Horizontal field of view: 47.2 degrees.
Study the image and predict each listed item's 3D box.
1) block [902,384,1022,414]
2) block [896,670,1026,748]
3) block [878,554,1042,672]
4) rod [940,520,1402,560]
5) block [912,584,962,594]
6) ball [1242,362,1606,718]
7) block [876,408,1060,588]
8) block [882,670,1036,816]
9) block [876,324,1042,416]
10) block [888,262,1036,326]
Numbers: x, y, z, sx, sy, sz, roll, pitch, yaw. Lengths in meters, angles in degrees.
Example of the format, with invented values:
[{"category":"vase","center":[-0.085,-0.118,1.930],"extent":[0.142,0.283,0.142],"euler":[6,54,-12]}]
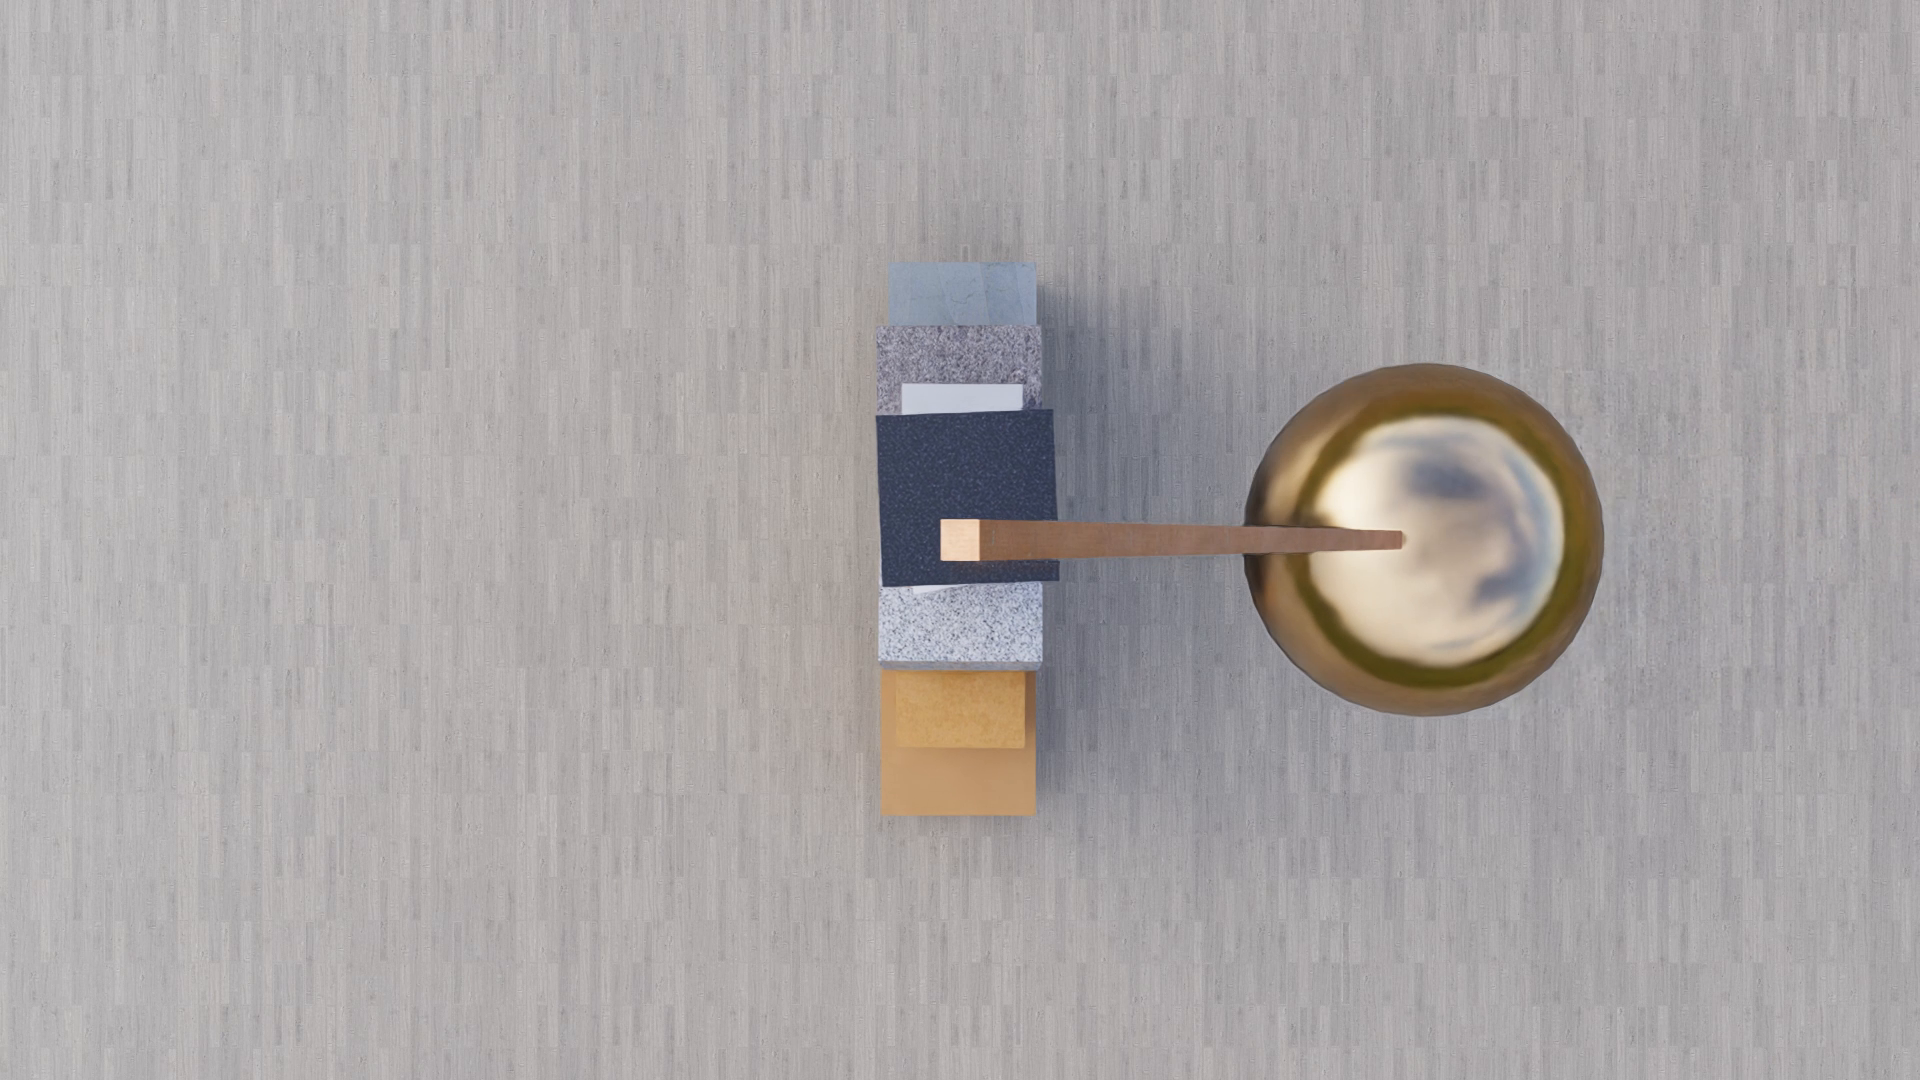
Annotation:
[{"category":"block","center":[0.010,-0.508,10.941],"extent":[0.583,0.505,0.500],"euler":[0,90,0]},{"category":"block","center":[0.005,0.744,11.774],"extent":[0.665,0.811,0.665],"euler":[1,90,0]},{"category":"block","center":[0.004,0.208,11.040],"extent":[0.793,0.706,0.851],"euler":[0,83,0]},{"category":"rod","center":[0.899,0.000,6.722],"extent":[0.080,5.200,0.080],"euler":[0,90,20]},{"category":"block","center":[0.016,-0.112,9.804],"extent":[0.556,0.601,0.601],"euler":[-11,90,0]},{"category":"ball","center":[2.074,0.000,9.912],"extent":[1.600,1.600,1.600],"euler":[0,90,0]},{"category":"block","center":[0.030,-0.160,8.781],"extent":[0.686,0.576,0.664],"euler":[-2,90,0]},{"category":"block","center":[-0.009,1.104,12.590],"extent":[0.856,0.820,0.844],"euler":[0,90,0]},{"category":"block","center":[-0.003,-0.672,11.633],"extent":[0.840,0.878,0.842],"euler":[0,90,0]},{"category":"block","center":[0.015,-1.108,12.536],"extent":[0.810,0.928,0.834],"euler":[0,90,0]}]
